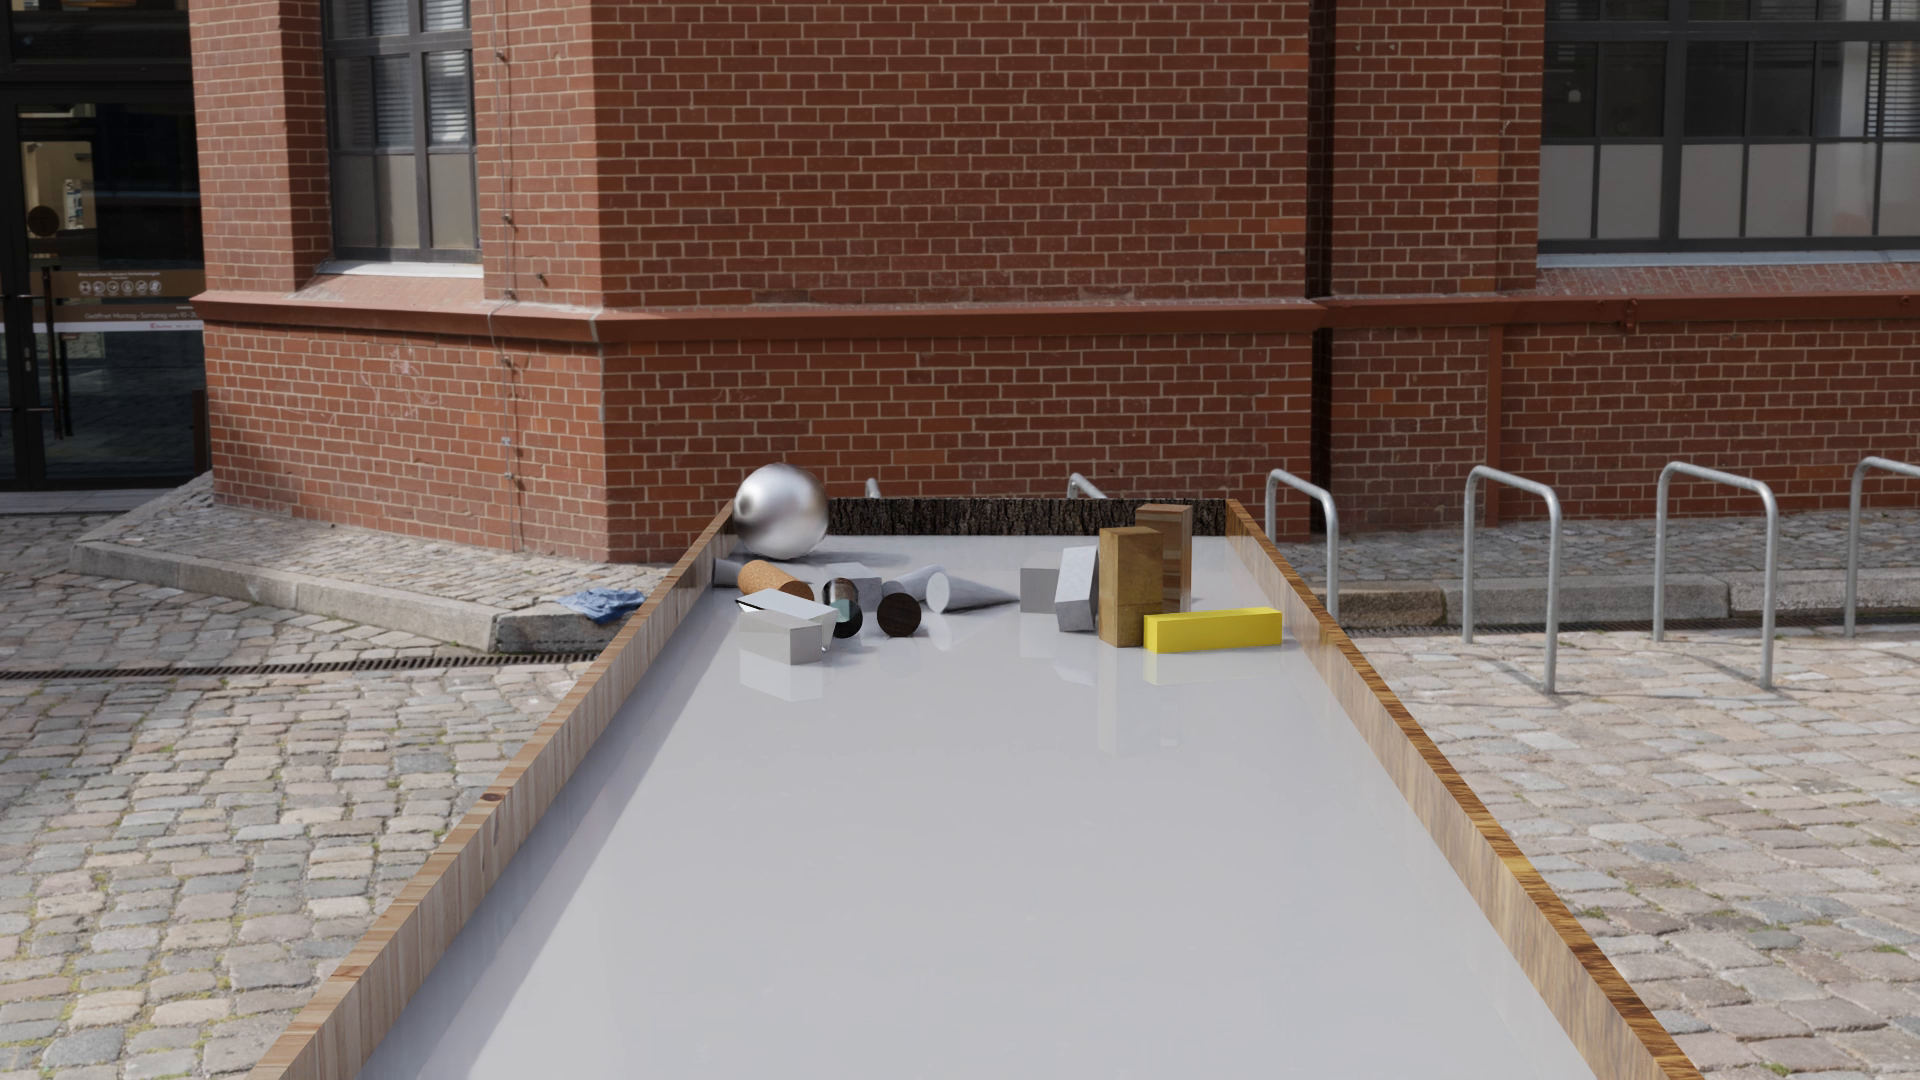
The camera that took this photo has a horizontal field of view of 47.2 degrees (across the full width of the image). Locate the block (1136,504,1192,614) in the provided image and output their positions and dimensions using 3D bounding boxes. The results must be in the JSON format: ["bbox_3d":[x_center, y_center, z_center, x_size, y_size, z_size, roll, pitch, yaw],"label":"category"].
[{"bbox_3d":[0.665,0.088,7.197,0.154,0.393,0.154,3,10,19],"label":"block"}]

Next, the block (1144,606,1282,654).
[{"bbox_3d":[0.794,0.282,6.905,0.430,0.102,0.102,-3,10,-19],"label":"block"}]

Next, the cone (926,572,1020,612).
[{"bbox_3d":[0.088,0.193,7.575,0.409,0.136,0.136,5,4,-37],"label":"cone"}]

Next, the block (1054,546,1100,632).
[{"bbox_3d":[0.391,0.158,7.245,0.112,0.112,0.353,-5,28,11],"label":"block"}]

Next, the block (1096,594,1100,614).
[{"bbox_3d":[0.550,0.157,7.599,0.132,0.132,0.403,5,10,30],"label":"block"}]

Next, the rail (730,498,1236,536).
[{"bbox_3d":[0.099,-0.098,9.147,2.100,0.150,0.050,0,9,1],"label":"rail"}]

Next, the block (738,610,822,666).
[{"bbox_3d":[-0.554,0.298,6.772,0.113,0.113,0.312,-6,11,-34],"label":"block"}]

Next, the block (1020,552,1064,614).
[{"bbox_3d":[0.314,0.146,7.600,0.153,0.153,0.352,2,9,11],"label":"block"}]

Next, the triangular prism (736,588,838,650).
[{"bbox_3d":[-0.535,0.229,7.000,0.116,0.134,0.444,-49,30,-18],"label":"triangular prism"}]

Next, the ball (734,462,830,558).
[{"bbox_3d":[-0.691,-0.114,8.535,0.374,0.374,0.374,0,9,0],"label":"ball"}]

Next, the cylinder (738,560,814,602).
[{"bbox_3d":[-0.628,0.171,7.482,0.140,0.140,0.446,-3,10,-21],"label":"cylinder"}]

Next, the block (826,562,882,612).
[{"bbox_3d":[-0.369,0.163,7.604,0.118,0.118,0.321,-3,9,-17],"label":"block"}]

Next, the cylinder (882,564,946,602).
[{"bbox_3d":[-0.159,0.163,7.645,0.105,0.105,0.352,4,10,23],"label":"cylinder"}]

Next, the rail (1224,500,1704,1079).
[{"bbox_3d":[1.046,0.843,3.208,0.050,0.150,12.000,0,9,1],"label":"rail"}]

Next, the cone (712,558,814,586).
[{"bbox_3d":[-0.707,0.138,7.973,0.373,0.103,0.103,6,8,-11],"label":"cone"}]

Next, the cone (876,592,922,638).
[{"bbox_3d":[-0.187,0.252,7.196,0.144,0.144,0.306,1,-4,3],"label":"cone"}]

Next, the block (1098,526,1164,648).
[{"bbox_3d":[0.539,0.146,6.950,0.153,0.355,0.153,-3,9,-18],"label":"block"}]

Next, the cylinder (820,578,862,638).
[{"bbox_3d":[-0.389,0.220,7.211,0.128,0.128,0.398,-1,9,-4],"label":"cylinder"}]

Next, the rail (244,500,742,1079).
[{"bbox_3d":[-1.004,0.839,3.234,0.050,0.150,12.000,0,9,1],"label":"rail"}]
